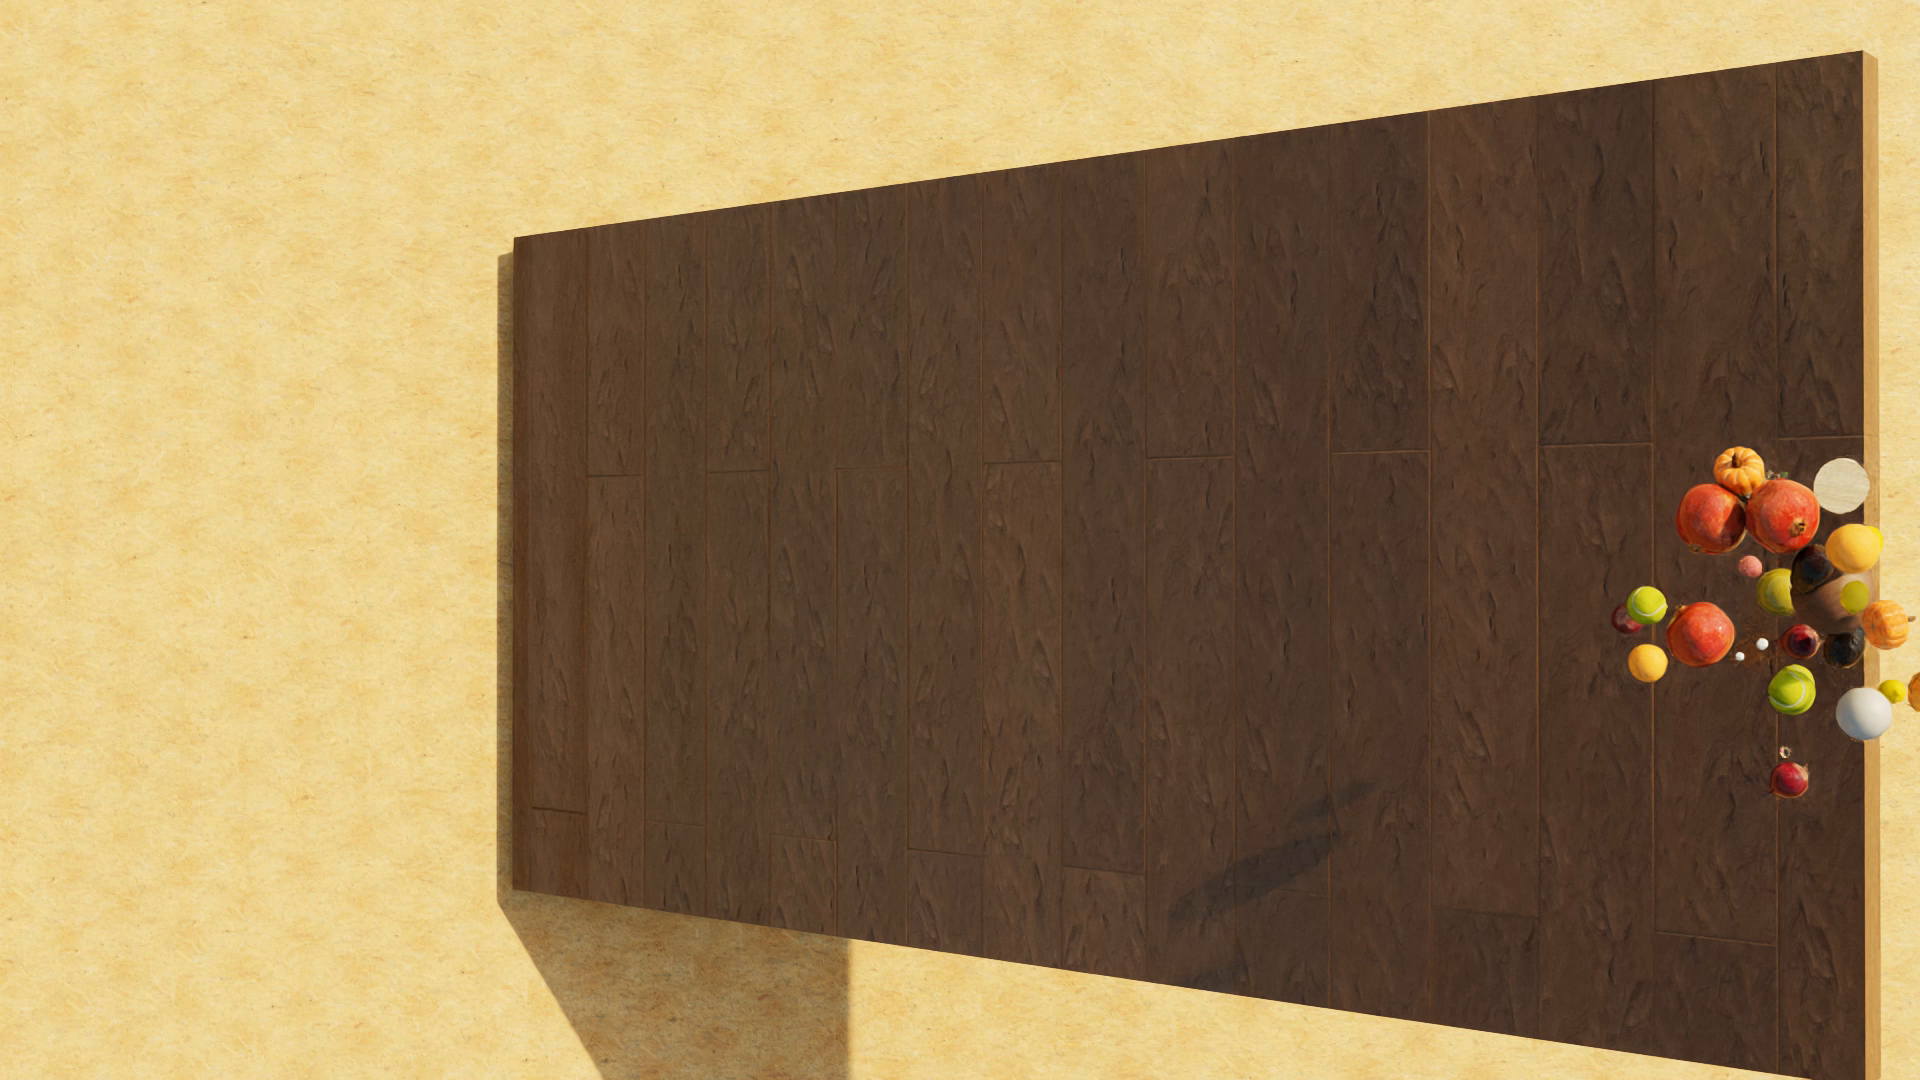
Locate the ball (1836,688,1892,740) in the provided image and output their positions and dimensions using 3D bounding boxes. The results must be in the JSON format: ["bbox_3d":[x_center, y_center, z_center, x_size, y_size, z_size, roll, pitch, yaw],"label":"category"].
[{"bbox_3d":[1.450,0.278,3.526,0.085,0.085,0.085,0,90,0],"label":"ball"}]

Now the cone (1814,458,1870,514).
[{"bbox_3d":[1.532,-0.101,3.869,0.096,0.096,0.096,0,98,0],"label":"cone"}]

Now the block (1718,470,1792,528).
[{"bbox_3d":[1.329,-0.068,3.675,0.068,0.068,0.068,-41,102,-16],"label":"block"}]

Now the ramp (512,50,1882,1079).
[{"bbox_3d":[0.217,0.062,5.532,4.000,0.100,2.000,0,90,39],"label":"ramp"}]

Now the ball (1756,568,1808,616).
[{"bbox_3d":[1.553,0.099,4.158,0.091,0.091,0.091,0,90,0],"label":"ball"}]
